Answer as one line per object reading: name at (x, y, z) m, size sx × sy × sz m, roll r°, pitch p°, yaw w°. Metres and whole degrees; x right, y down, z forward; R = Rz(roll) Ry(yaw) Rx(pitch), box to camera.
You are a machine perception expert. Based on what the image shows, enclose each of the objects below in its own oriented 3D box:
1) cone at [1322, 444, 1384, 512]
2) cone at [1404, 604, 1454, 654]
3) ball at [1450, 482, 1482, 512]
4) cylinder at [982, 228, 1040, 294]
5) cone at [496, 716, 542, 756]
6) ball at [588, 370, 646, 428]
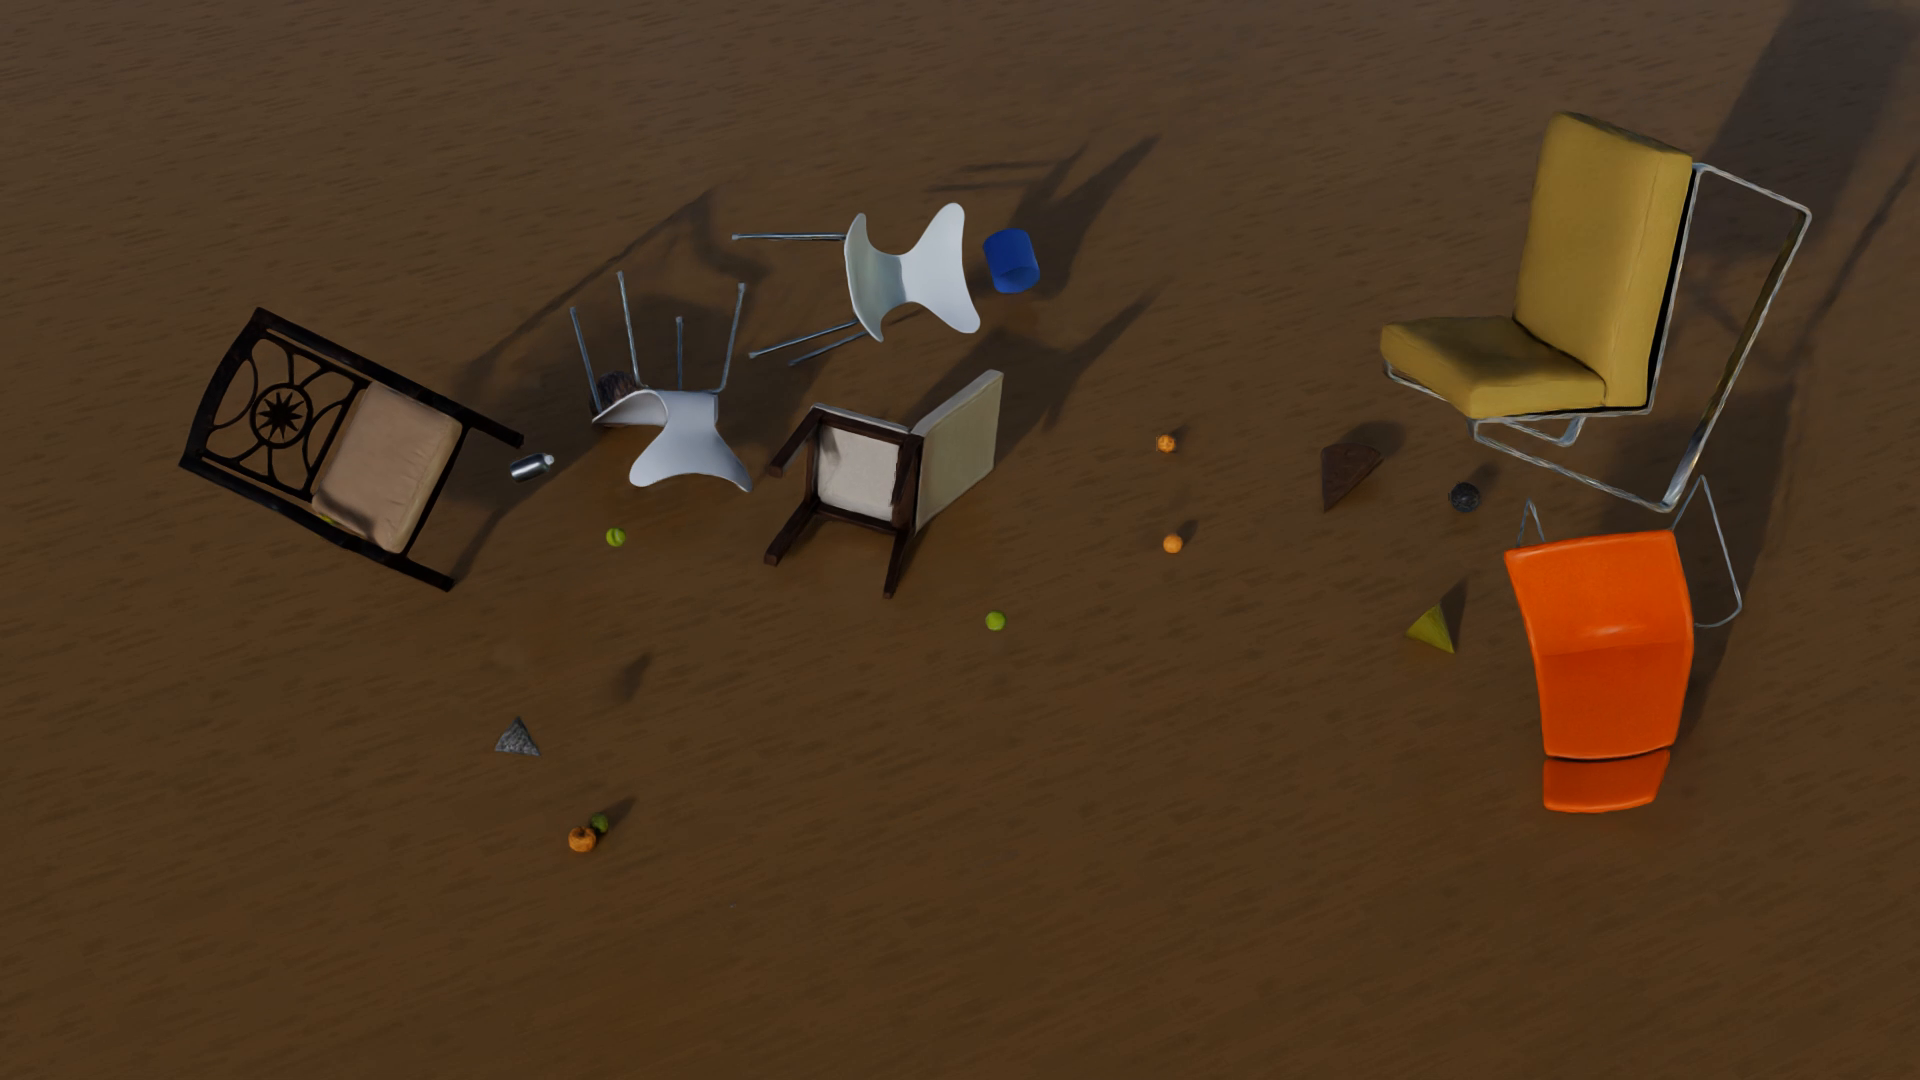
cone at (1.445, -0.211, 11.201) m, size 0.260 × 0.132 × 0.337 m, roll 3°, pitch 43°, yaw 30°
cone at (1.689, 0.343, 10.354) m, size 0.169 × 0.171 × 0.177 m, roll 47°, pitch 23°, yaw 14°
ball at (1.911, -0.161, 11.083) m, size 0.116 × 0.116 × 0.116 m, roll 0°, pitch 33°, yaw 0°
cylinder at (0.220, -1.189, 12.507) m, size 0.204 × 0.196 × 0.201 m, roll -6°, pitch 61°, yaw -18°
cone at (-1.421, 0.669, 9.574) m, size 0.136 × 0.120 × 0.144 m, roll 33°, pitch 47°, yaw 4°
ball at (-1.356, -0.555, 11.581) m, size 0.227 × 0.227 × 0.227 m, roll 0°, pitch 33°, yaw 0°
